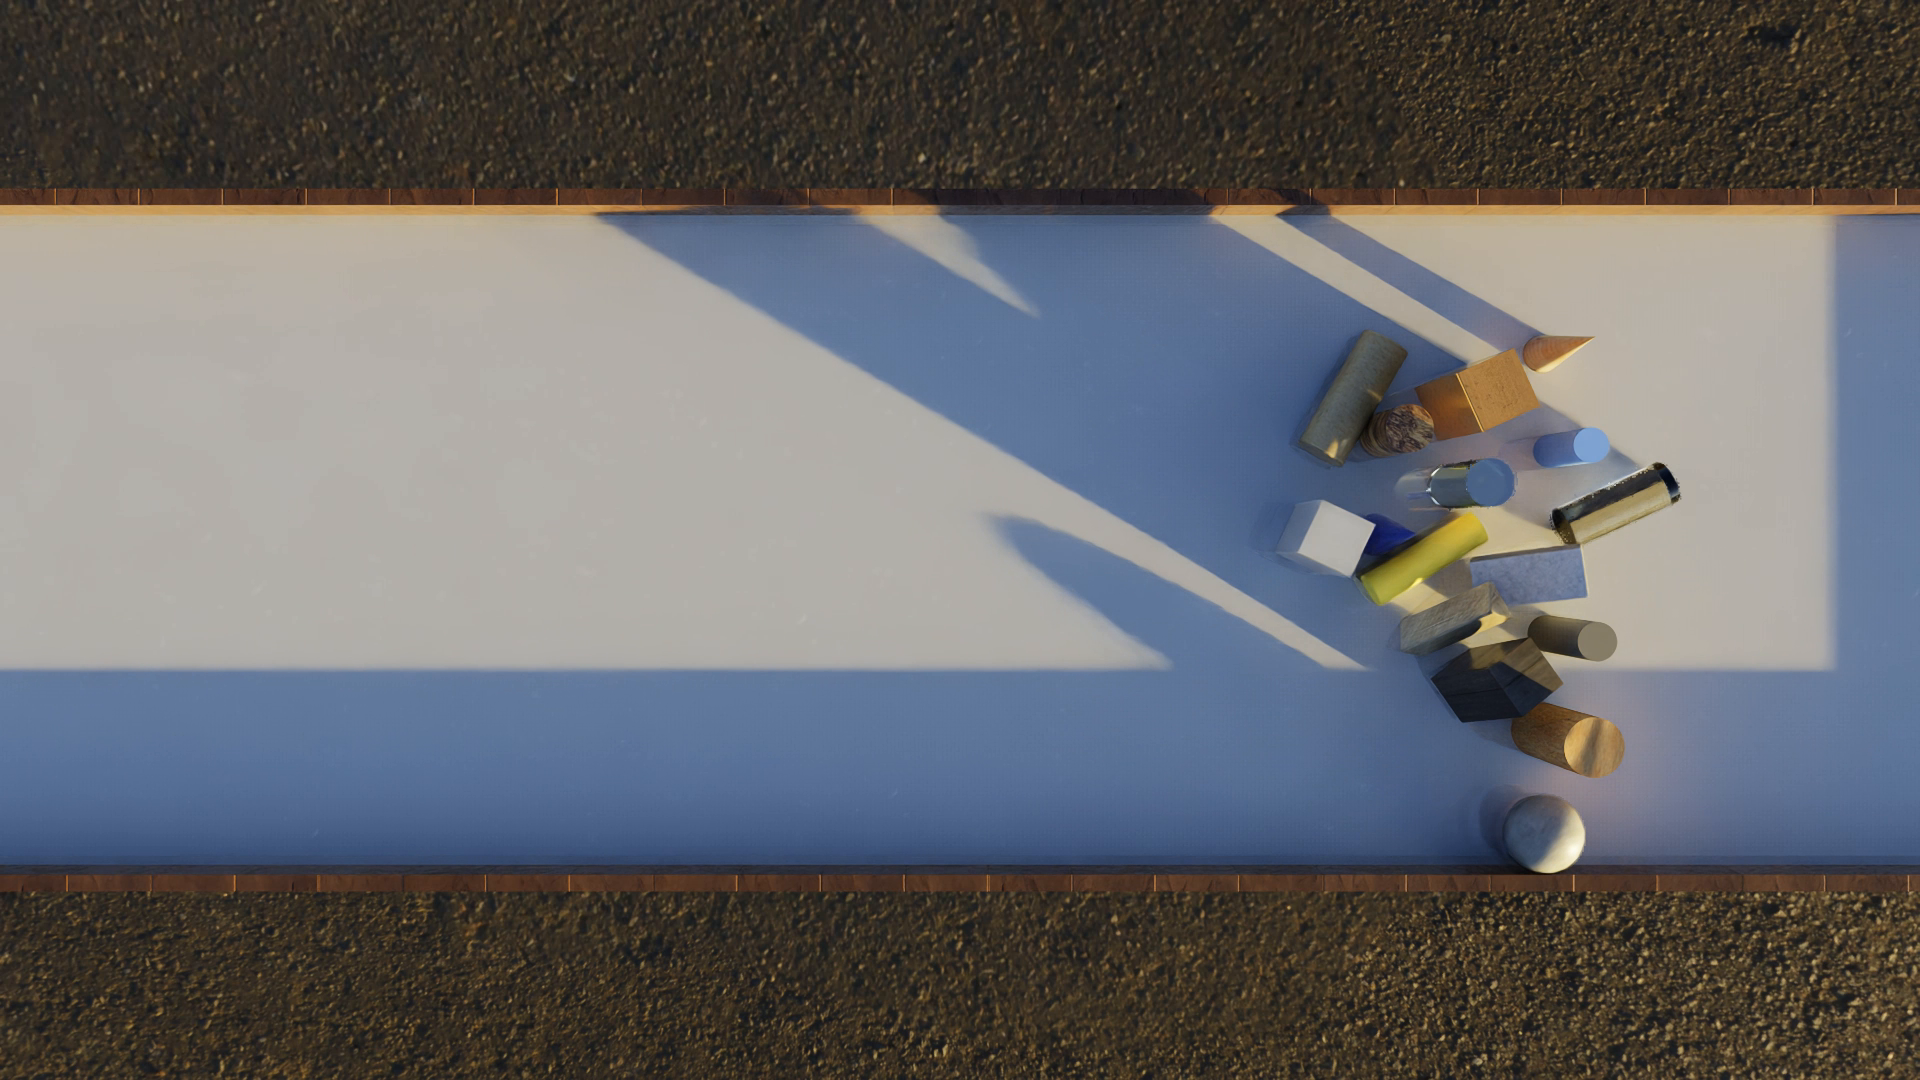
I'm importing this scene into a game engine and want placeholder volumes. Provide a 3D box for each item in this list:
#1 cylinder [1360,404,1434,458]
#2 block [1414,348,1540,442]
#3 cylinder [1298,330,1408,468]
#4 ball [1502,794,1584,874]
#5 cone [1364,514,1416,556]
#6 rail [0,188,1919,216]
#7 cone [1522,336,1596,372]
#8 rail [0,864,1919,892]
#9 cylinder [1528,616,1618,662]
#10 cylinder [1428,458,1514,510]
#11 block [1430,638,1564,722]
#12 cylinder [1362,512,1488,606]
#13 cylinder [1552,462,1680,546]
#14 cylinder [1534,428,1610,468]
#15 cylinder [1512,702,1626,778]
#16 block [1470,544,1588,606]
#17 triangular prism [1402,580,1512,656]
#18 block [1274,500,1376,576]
[{"bbox_3d":[1.297,-0.323,4.916,0.139,0.321,0.139,0,90,0],"label":"cylinder"},{"bbox_3d":[1.517,-0.423,4.862,0.180,0.429,0.180,-24,90,0],"label":"block"},{"bbox_3d":[1.190,-0.428,5.000,0.152,0.152,0.394,30,90,0],"label":"cylinder"},{"bbox_3d":[1.754,0.884,4.960,0.233,0.233,0.233,0,90,0],"label":"ball"},{"bbox_3d":[1.281,-0.017,4.848,0.132,0.457,0.132,0,90,0],"label":"cone"},{"bbox_3d":[-2.247,-1.025,5.002,12.000,0.150,0.050,0,90,0],"label":"rail"},{"bbox_3d":[1.791,-0.573,4.861,0.117,0.431,0.117,0,90,0],"label":"cone"},{"bbox_3d":[-2.247,1.025,5.001,12.000,0.150,0.050,0,90,0],"label":"rail"},{"bbox_3d":[1.803,0.288,4.870,0.113,0.412,0.113,0,90,0],"label":"cylinder"},{"bbox_3d":[1.510,-0.164,4.885,0.139,0.383,0.139,0,90,0],"label":"cylinder"},{"bbox_3d":[1.582,0.418,4.876,0.164,0.369,0.164,-35,88,-13],"label":"block"},{"bbox_3d":[1.414,0.056,5.024,0.380,0.106,0.106,-31,90,0],"label":"cylinder"},{"bbox_3d":[1.989,-0.105,5.009,0.342,0.135,0.135,-24,90,0],"label":"cylinder"},{"bbox_3d":[1.815,-0.273,4.909,0.103,0.335,0.103,0,90,0],"label":"cylinder"},{"bbox_3d":[1.781,0.583,4.853,0.171,0.447,0.171,0,90,0],"label":"cylinder"},{"bbox_3d":[1.706,0.110,4.949,0.315,0.146,0.146,-8,92,21],"label":"block"},{"bbox_3d":[1.470,0.256,4.935,0.313,0.111,0.128,-31,90,37],"label":"triangular prism"},{"bbox_3d":[1.075,-0.003,4.883,0.166,0.385,0.166,25,90,1],"label":"block"}]
